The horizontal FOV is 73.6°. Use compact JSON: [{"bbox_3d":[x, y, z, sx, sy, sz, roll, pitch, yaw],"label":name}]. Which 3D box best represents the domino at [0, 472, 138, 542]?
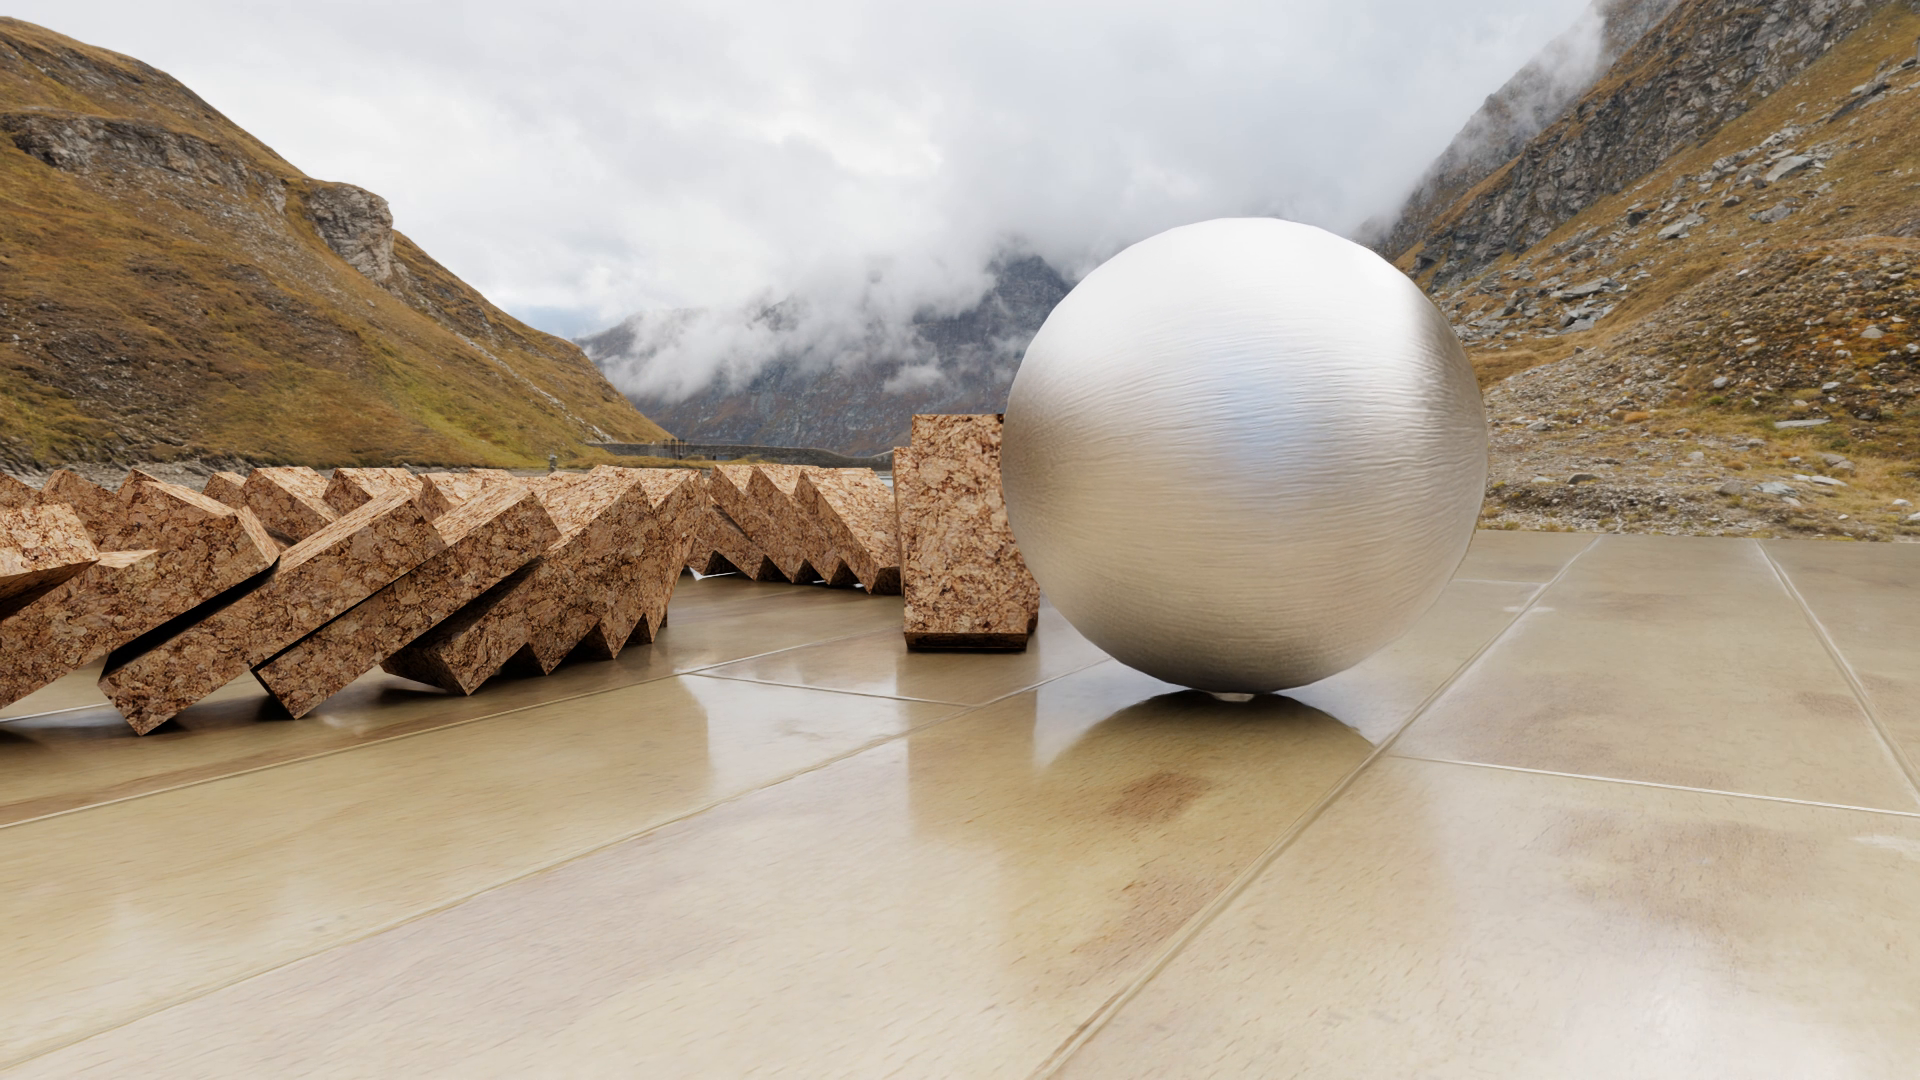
[{"bbox_3d":[-0.262,-0.003,0.374,0.025,0.009,0.050,2,-28,39],"label":"domino"}]

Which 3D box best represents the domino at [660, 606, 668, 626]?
[{"bbox_3d":[-0.084,0.003,0.315,0.025,0.010,0.050,-1,32,-11],"label":"domino"}]

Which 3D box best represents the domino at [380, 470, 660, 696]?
[{"bbox_3d":[-0.082,0.006,0.237,0.025,0.010,0.050,7,41,35],"label":"domino"}]

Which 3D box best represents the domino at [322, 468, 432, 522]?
[{"bbox_3d":[-0.145,-0.002,0.348,0.050,0.009,0.025,36,13,13],"label":"domino"}]

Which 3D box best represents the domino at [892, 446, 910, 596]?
[{"bbox_3d":[-0.005,-0.006,0.370,0.025,0.009,0.050,0,48,-8],"label":"domino"}]

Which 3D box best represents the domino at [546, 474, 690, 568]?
[{"bbox_3d":[-0.116,-0.006,0.437,0.050,0.009,0.025,31,12,18],"label":"domino"}]

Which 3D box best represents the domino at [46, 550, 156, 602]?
[{"bbox_3d":[-0.165,0.009,0.264,0.050,0.010,0.025,3,5,38],"label":"domino"}]

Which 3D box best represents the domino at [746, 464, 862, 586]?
[{"bbox_3d":[-0.042,-0.005,0.398,0.025,0.009,0.050,-1,37,-46],"label":"domino"}]

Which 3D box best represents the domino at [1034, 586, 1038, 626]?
[{"bbox_3d":[0.006,-0.005,0.306,0.025,0.050,0.009,0,-23,3],"label":"domino"}]

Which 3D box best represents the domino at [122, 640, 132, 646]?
[{"bbox_3d":[-0.144,0.018,0.268,0.050,0.010,0.025,1,4,14],"label":"domino"}]

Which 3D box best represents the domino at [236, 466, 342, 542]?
[{"bbox_3d":[-0.164,-0.001,0.345,0.050,0.009,0.025,35,5,0],"label":"domino"}]

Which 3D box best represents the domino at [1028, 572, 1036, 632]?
[{"bbox_3d":[0.005,-0.004,0.295,0.025,0.050,0.009,0,-23,3],"label":"domino"}]

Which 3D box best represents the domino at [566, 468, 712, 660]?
[{"bbox_3d":[-0.075,0.004,0.273,0.025,0.010,0.050,2,40,17],"label":"domino"}]

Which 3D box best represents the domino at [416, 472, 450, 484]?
[{"bbox_3d":[-0.159,-0.006,0.435,0.050,0.010,0.025,29,4,-2],"label":"domino"}]

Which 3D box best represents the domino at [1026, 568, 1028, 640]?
[{"bbox_3d":[0.003,-0.003,0.284,0.025,0.050,0.009,0,-23,3],"label":"domino"}]

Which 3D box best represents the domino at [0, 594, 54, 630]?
[{"bbox_3d":[-0.213,0.016,0.285,0.025,0.009,0.050,3,5,37],"label":"domino"}]

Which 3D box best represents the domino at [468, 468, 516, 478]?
[{"bbox_3d":[-0.141,-0.008,0.436,0.050,0.009,0.025,29,4,2],"label":"domino"}]

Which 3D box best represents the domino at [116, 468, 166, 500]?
[{"bbox_3d":[-0.237,-0.005,0.407,0.050,0.010,0.025,32,-13,-24],"label":"domino"}]

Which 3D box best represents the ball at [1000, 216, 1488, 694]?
[{"bbox_3d":[0.047,-0.014,0.219,0.080,0.080,0.080,0,4,0],"label":"ball"}]

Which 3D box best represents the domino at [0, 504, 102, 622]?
[{"bbox_3d":[-0.152,0.012,0.181,0.050,0.010,0.025,-29,3,9],"label":"domino"}]

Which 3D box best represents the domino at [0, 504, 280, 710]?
[{"bbox_3d":[-0.131,0.012,0.194,0.050,0.009,0.025,-33,16,-19],"label":"domino"}]

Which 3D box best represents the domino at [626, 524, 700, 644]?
[{"bbox_3d":[-0.077,0.004,0.293,0.025,0.010,0.050,0,35,4],"label":"domino"}]

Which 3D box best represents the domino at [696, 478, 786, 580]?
[{"bbox_3d":[-0.072,-0.004,0.419,0.050,0.010,0.025,34,23,30],"label":"domino"}]

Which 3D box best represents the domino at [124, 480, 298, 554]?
[{"bbox_3d":[-0.188,0.001,0.337,0.050,0.010,0.025,27,-5,-8],"label":"domino"}]

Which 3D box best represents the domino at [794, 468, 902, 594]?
[{"bbox_3d":[-0.027,-0.004,0.384,0.025,0.010,0.050,-3,38,-38],"label":"domino"}]

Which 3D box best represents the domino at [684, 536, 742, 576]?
[{"bbox_3d":[-0.094,-0.005,0.429,0.050,0.010,0.025,32,18,24],"label":"domino"}]

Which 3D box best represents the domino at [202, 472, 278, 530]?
[{"bbox_3d":[-0.218,-0.005,0.418,0.050,0.010,0.025,30,-6,-18],"label":"domino"}]

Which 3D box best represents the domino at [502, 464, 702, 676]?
[{"bbox_3d":[-0.077,0.004,0.255,0.025,0.010,0.050,8,42,28],"label":"domino"}]

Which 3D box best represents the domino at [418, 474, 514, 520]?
[{"bbox_3d":[-0.122,-0.001,0.345,0.025,0.010,0.050,-3,36,-50],"label":"domino"}]

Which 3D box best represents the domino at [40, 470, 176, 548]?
[{"bbox_3d":[-0.251,-0.004,0.391,0.025,0.010,0.050,3,-27,49],"label":"domino"}]

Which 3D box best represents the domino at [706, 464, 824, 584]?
[{"bbox_3d":[-0.056,-0.006,0.408,0.025,0.009,0.050,-3,39,-50],"label":"domino"}]

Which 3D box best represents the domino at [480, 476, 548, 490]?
[{"bbox_3d":[-0.104,0.001,0.332,0.025,0.009,0.050,-3,36,-38],"label":"domino"}]

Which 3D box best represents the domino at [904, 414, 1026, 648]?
[{"bbox_3d":[0.002,-0.002,0.274,0.025,0.050,0.010,0,-23,3],"label":"domino"}]

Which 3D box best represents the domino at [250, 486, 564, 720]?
[{"bbox_3d":[-0.095,0.009,0.218,0.050,0.010,0.025,-40,26,-28],"label":"domino"}]

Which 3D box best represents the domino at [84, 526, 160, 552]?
[{"bbox_3d":[-0.199,0.006,0.311,0.025,0.010,0.050,4,-15,46],"label":"domino"}]

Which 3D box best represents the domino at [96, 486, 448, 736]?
[{"bbox_3d":[-0.109,0.010,0.205,0.050,0.010,0.025,-36,22,-21],"label":"domino"}]
